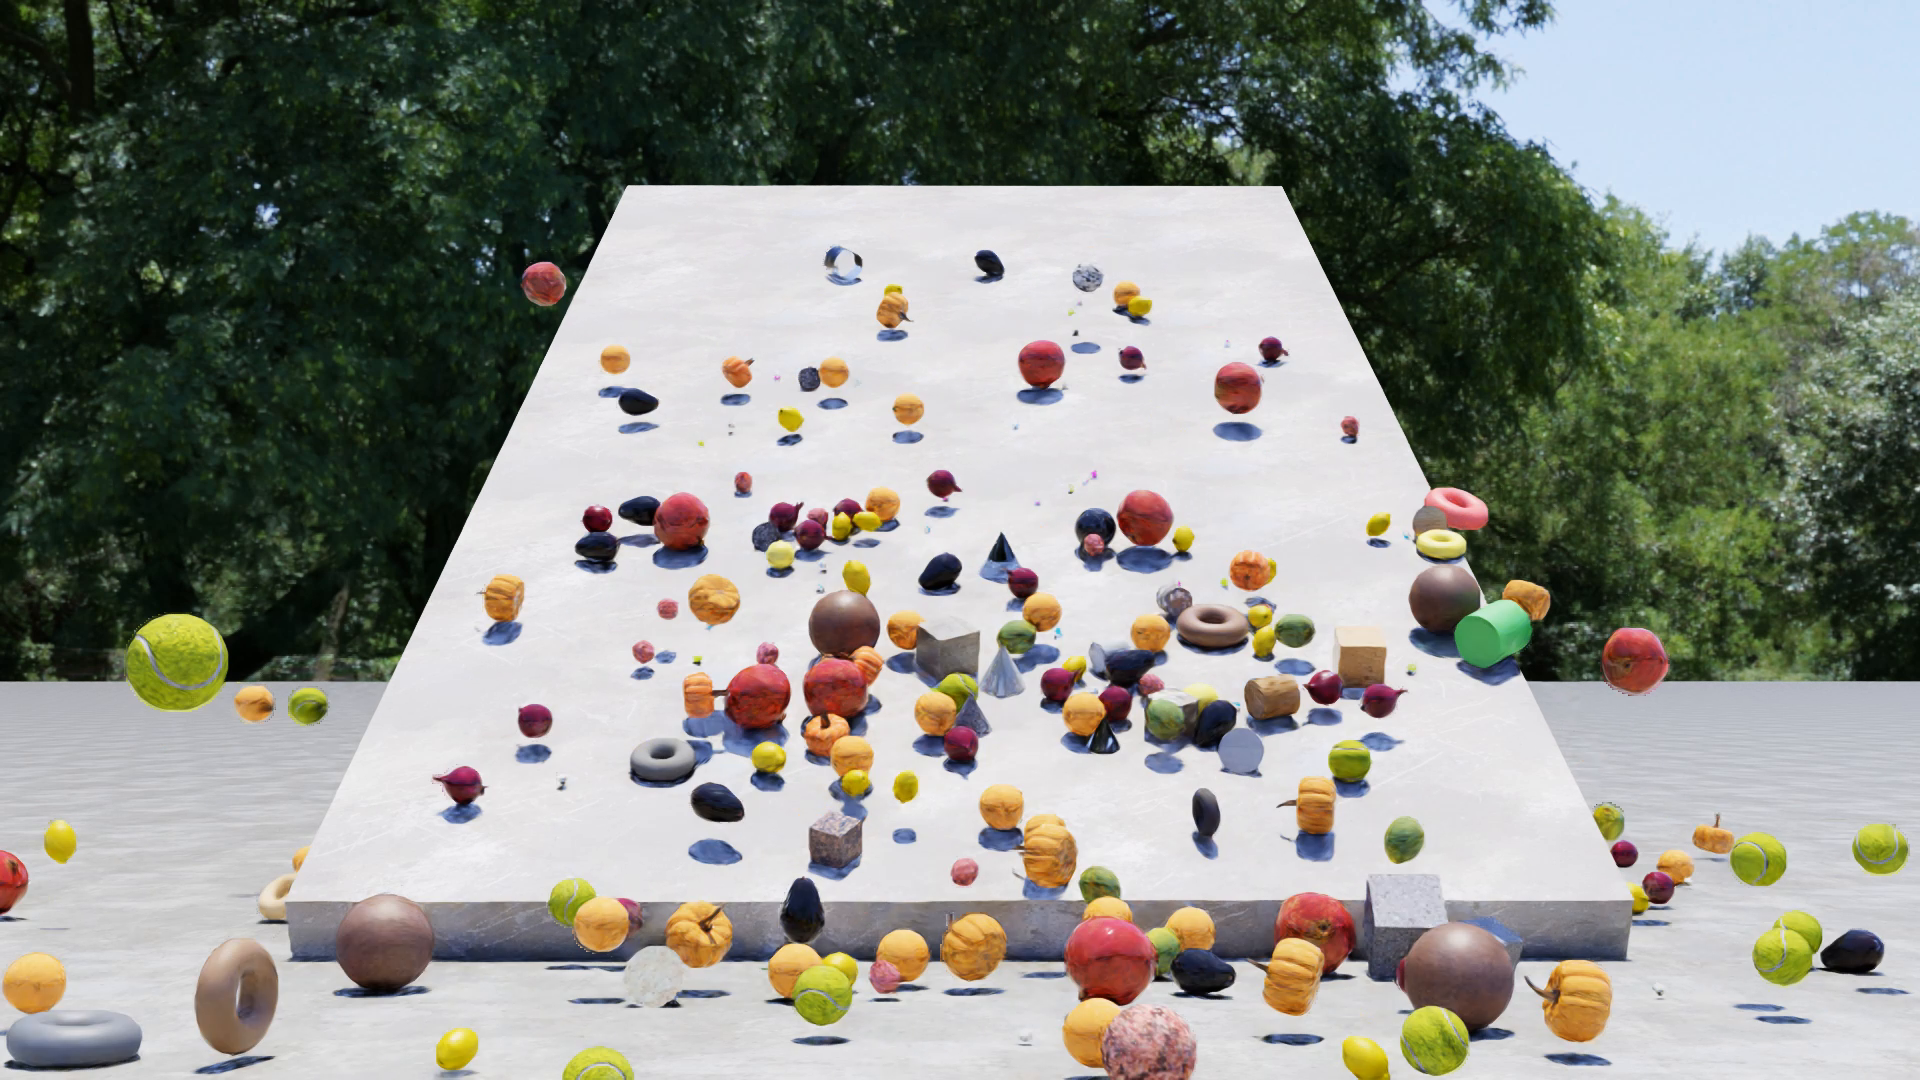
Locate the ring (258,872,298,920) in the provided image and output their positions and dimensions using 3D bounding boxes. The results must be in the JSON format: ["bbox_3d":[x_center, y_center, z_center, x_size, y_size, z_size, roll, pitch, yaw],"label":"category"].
[{"bbox_3d":[-1.157,0.612,3.991,0.101,0.034,0.101,-15,31,9],"label":"ring"}]

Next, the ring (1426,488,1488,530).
[{"bbox_3d":[1.018,-0.064,4.760,0.135,0.045,0.135,12,26,-6],"label":"ring"}]

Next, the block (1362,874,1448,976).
[{"bbox_3d":[0.628,0.544,3.280,0.100,0.100,0.100,0,38,3],"label":"block"}]

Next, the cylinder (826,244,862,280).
[{"bbox_3d":[-0.312,-0.744,6.241,0.076,0.076,0.076,2,28,-26],"label":"cylinder"}]

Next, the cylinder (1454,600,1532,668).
[{"bbox_3d":[0.954,0.167,4.158,0.098,0.098,0.098,-21,12,-40],"label":"cylinder"}]

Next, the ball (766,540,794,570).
[{"bbox_3d":[-0.349,0.029,4.518,0.055,0.055,0.055,0,-3,0],"label":"ball"}]

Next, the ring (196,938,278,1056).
[{"bbox_3d":[-0.789,0.498,2.537,0.042,0.127,0.127,-1,-3,15],"label":"ring"}]

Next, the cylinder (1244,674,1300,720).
[{"bbox_3d":[0.532,0.267,3.958,0.070,0.070,0.070,-8,0,-20],"label":"cylinder"}]

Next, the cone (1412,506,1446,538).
[{"bbox_3d":[0.937,-0.031,4.690,0.072,0.072,0.072,0,-3,-6],"label":"cone"}]

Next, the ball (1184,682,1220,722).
[{"bbox_3d":[0.407,0.276,3.948,0.067,0.067,0.067,0,-3,0],"label":"ball"}]

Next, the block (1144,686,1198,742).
[{"bbox_3d":[0.356,0.294,3.911,0.063,0.063,0.063,-16,28,-36],"label":"block"}]

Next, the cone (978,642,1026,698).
[{"bbox_3d":[0.075,0.217,4.057,0.085,0.085,0.085,0,24,0],"label":"cone"}]

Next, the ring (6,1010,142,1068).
[{"bbox_3d":[-0.974,0.549,2.556,0.141,0.047,0.141,3,-1,0],"label":"ring"}]

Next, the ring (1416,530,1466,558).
[{"bbox_3d":[0.953,0.009,4.600,0.098,0.033,0.098,0,23,0],"label":"ring"}]

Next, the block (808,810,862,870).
[{"bbox_3d":[-0.190,0.458,3.545,0.058,0.058,0.058,13,27,27],"label":"block"}]

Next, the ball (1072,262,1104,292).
[{"bbox_3d":[0.317,-0.651,5.747,0.076,0.076,0.076,0,-3,0],"label":"ball"}]

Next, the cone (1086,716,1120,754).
[{"bbox_3d":[0.240,0.318,3.864,0.058,0.058,0.058,0,24,0],"label":"cone"}]

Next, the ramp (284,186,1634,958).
[{"bbox_3d":[-0.008,-0.228,5.293,2.000,0.100,4.000,0,24,0],"label":"ramp"}]

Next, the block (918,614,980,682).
[{"bbox_3d":[-0.021,0.191,4.122,0.081,0.081,0.081,-14,27,-28],"label":"block"}]

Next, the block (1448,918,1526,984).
[{"bbox_3d":[0.728,0.568,3.216,0.064,0.064,0.064,2,20,-33],"label":"block"}]

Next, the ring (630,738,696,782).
[{"bbox_3d":[-0.485,0.358,3.797,0.107,0.036,0.107,1,25,0],"label":"ring"}]

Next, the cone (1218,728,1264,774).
[{"bbox_3d":[0.468,0.347,3.830,0.075,0.075,0.075,-1,-4,15],"label":"cone"}]

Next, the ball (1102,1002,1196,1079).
[{"bbox_3d":[0.189,0.511,2.323,0.095,0.095,0.095,0,-3,0],"label":"ball"}]

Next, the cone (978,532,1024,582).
[{"bbox_3d":[0.081,0.023,4.492,0.089,0.089,0.089,0,24,0],"label":"cone"}]

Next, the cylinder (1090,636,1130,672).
[{"bbox_3d":[0.267,0.202,4.132,0.053,0.053,0.053,-14,4,-29],"label":"cylinder"}]

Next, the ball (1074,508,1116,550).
[{"bbox_3d":[0.268,-0.023,4.602,0.084,0.084,0.084,0,-3,0],"label":"ball"}]

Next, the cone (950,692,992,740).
[{"bbox_3d":[0.018,0.288,3.914,0.071,0.071,0.071,0,24,0],"label":"cone"}]

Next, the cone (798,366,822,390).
[{"bbox_3d":[-0.359,-0.376,5.470,0.057,0.057,0.057,1,-4,-15],"label":"cone"}]

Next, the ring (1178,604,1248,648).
[{"bbox_3d":[0.462,0.156,4.250,0.131,0.044,0.131,1,24,-1],"label":"ring"}]

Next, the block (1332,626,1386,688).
[{"bbox_3d":[0.702,0.206,4.092,0.080,0.080,0.080,1,24,1],"label":"block"}]
